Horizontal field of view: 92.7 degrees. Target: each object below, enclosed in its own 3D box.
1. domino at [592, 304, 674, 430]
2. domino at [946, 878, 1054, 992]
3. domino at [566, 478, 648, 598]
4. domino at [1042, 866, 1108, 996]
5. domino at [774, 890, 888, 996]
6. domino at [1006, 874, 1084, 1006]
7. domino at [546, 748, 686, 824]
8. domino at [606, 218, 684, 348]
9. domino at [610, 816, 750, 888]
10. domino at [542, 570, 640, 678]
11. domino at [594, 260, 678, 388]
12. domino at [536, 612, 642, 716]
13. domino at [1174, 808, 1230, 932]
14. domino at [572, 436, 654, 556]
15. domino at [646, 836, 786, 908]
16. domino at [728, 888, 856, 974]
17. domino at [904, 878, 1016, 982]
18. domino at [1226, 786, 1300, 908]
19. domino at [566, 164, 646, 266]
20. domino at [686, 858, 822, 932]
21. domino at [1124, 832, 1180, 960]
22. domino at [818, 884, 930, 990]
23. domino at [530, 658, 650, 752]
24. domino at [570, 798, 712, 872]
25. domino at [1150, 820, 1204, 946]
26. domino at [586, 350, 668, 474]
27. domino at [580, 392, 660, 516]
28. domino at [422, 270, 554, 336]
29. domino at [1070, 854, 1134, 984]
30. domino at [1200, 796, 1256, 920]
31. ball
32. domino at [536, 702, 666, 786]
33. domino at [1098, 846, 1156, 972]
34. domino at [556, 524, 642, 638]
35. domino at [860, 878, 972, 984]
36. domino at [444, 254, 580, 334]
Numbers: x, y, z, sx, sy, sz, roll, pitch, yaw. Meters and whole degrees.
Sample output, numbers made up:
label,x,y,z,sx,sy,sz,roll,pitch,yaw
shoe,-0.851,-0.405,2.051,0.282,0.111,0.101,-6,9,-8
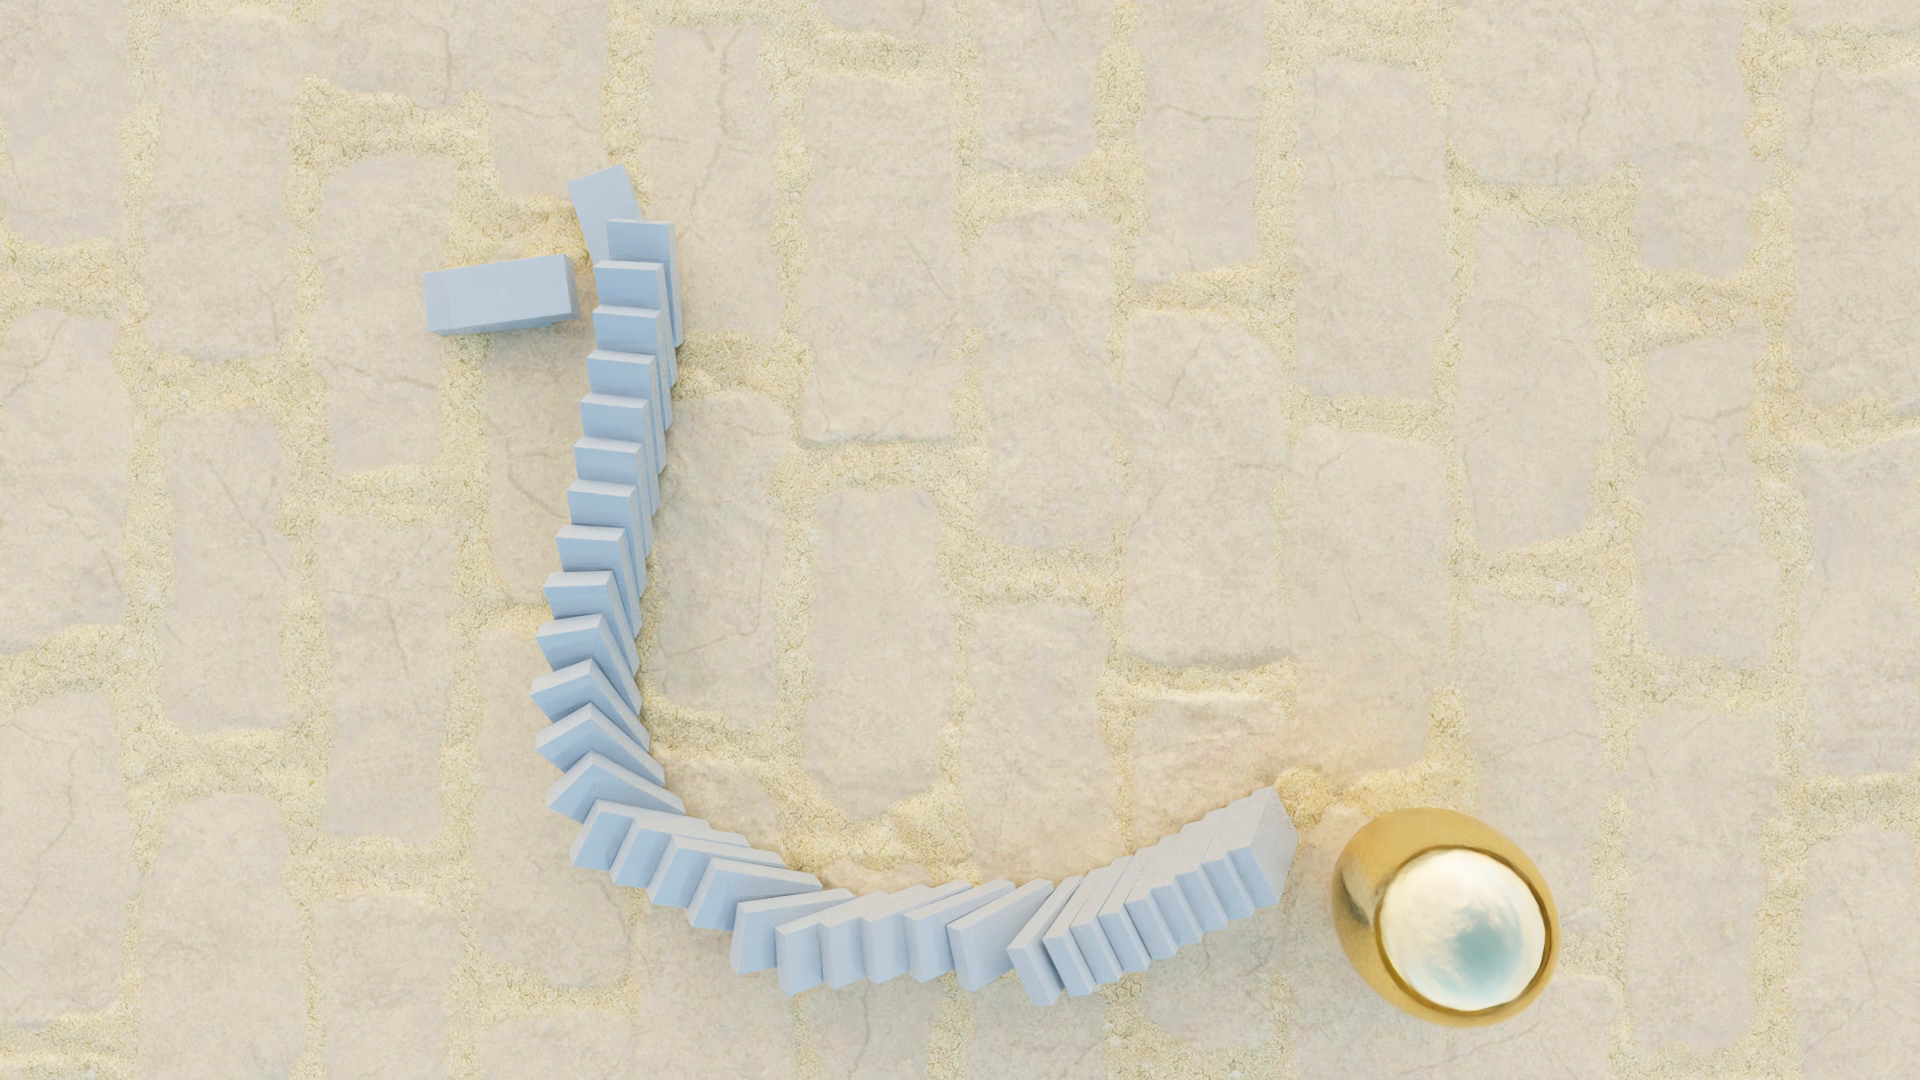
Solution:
label,x,y,z,sx,sy,sz,roll,pitch,yaw
domino,-0.136,-0.071,0.382,0.025,0.010,0.050,5,123,-1
domino,0.020,0.163,0.382,0.050,0.010,0.025,-12,91,-35
domino,-0.147,0.000,0.383,0.025,0.009,0.050,6,122,0
domino,0.054,0.160,0.377,0.009,0.050,0.025,-26,90,34
domino,-0.051,0.167,0.381,0.050,0.010,0.025,-6,93,-35
domino,0.041,0.164,0.378,0.009,0.050,0.025,-26,90,39
domino,-0.142,0.109,0.381,0.025,0.009,0.050,-44,127,0
domino,-0.132,-0.108,0.385,0.025,0.009,0.050,3,116,0
domino,-0.116,0.133,0.381,0.050,0.010,0.025,24,92,-35
domino,-0.153,0.036,0.382,0.025,0.009,0.050,-2,125,0
domino,-0.134,-0.089,0.382,0.025,0.010,0.050,3,123,0
domino,-0.154,0.054,0.382,0.025,0.009,0.050,-9,125,0
domino,0.105,0.134,0.376,0.009,0.050,0.025,-27,90,32
domino,-0.144,-0.018,0.383,0.025,0.010,0.050,6,122,0
domino,-0.101,0.140,0.382,0.050,0.010,0.025,24,91,-35
domino,-0.069,0.162,0.381,0.050,0.010,0.025,7,92,-36
domino,0.001,0.162,0.382,0.050,0.009,0.025,-6,90,-34
domino,0.125,0.125,0.376,0.010,0.050,0.025,-27,90,32
domino,-0.148,-0.133,0.395,0.025,0.009,0.050,-19,90,0
domino,-0.085,0.150,0.382,0.050,0.009,0.025,25,90,-34
domino,0.085,0.145,0.376,0.010,0.050,0.025,-27,90,32
domino,-0.033,0.164,0.382,0.050,0.010,0.025,-6,91,-35
domino,-0.153,0.073,0.381,0.025,0.009,0.050,-20,127,0
domino,-0.132,0.126,0.381,0.050,0.010,0.025,26,93,-35
domino,0.095,0.140,0.376,0.009,0.050,0.025,-27,90,32
domino,-0.138,-0.053,0.382,0.025,0.010,0.050,6,123,0
domino,-0.141,-0.035,0.383,0.025,0.009,0.050,6,123,0
domino,-0.203,-0.104,0.395,0.050,0.009,0.025,-5,90,0
domino,0.064,0.155,0.377,0.009,0.050,0.025,-26,90,33
domino,0.115,0.130,0.376,0.009,0.050,0.025,-27,90,32
ball,0.188,0.146,0.360,0.080,0.080,0.080,0,90,0
domino,-0.148,0.091,0.381,0.025,0.010,0.050,-30,128,0
domino,0.075,0.150,0.376,0.009,0.050,0.025,-26,90,33
domino,-0.150,0.018,0.382,0.025,0.010,0.050,4,123,0
domino,-0.017,0.162,0.382,0.050,0.010,0.025,-6,90,-35
domino,-0.188,-0.103,0.386,0.050,0.010,0.025,-8,90,0
